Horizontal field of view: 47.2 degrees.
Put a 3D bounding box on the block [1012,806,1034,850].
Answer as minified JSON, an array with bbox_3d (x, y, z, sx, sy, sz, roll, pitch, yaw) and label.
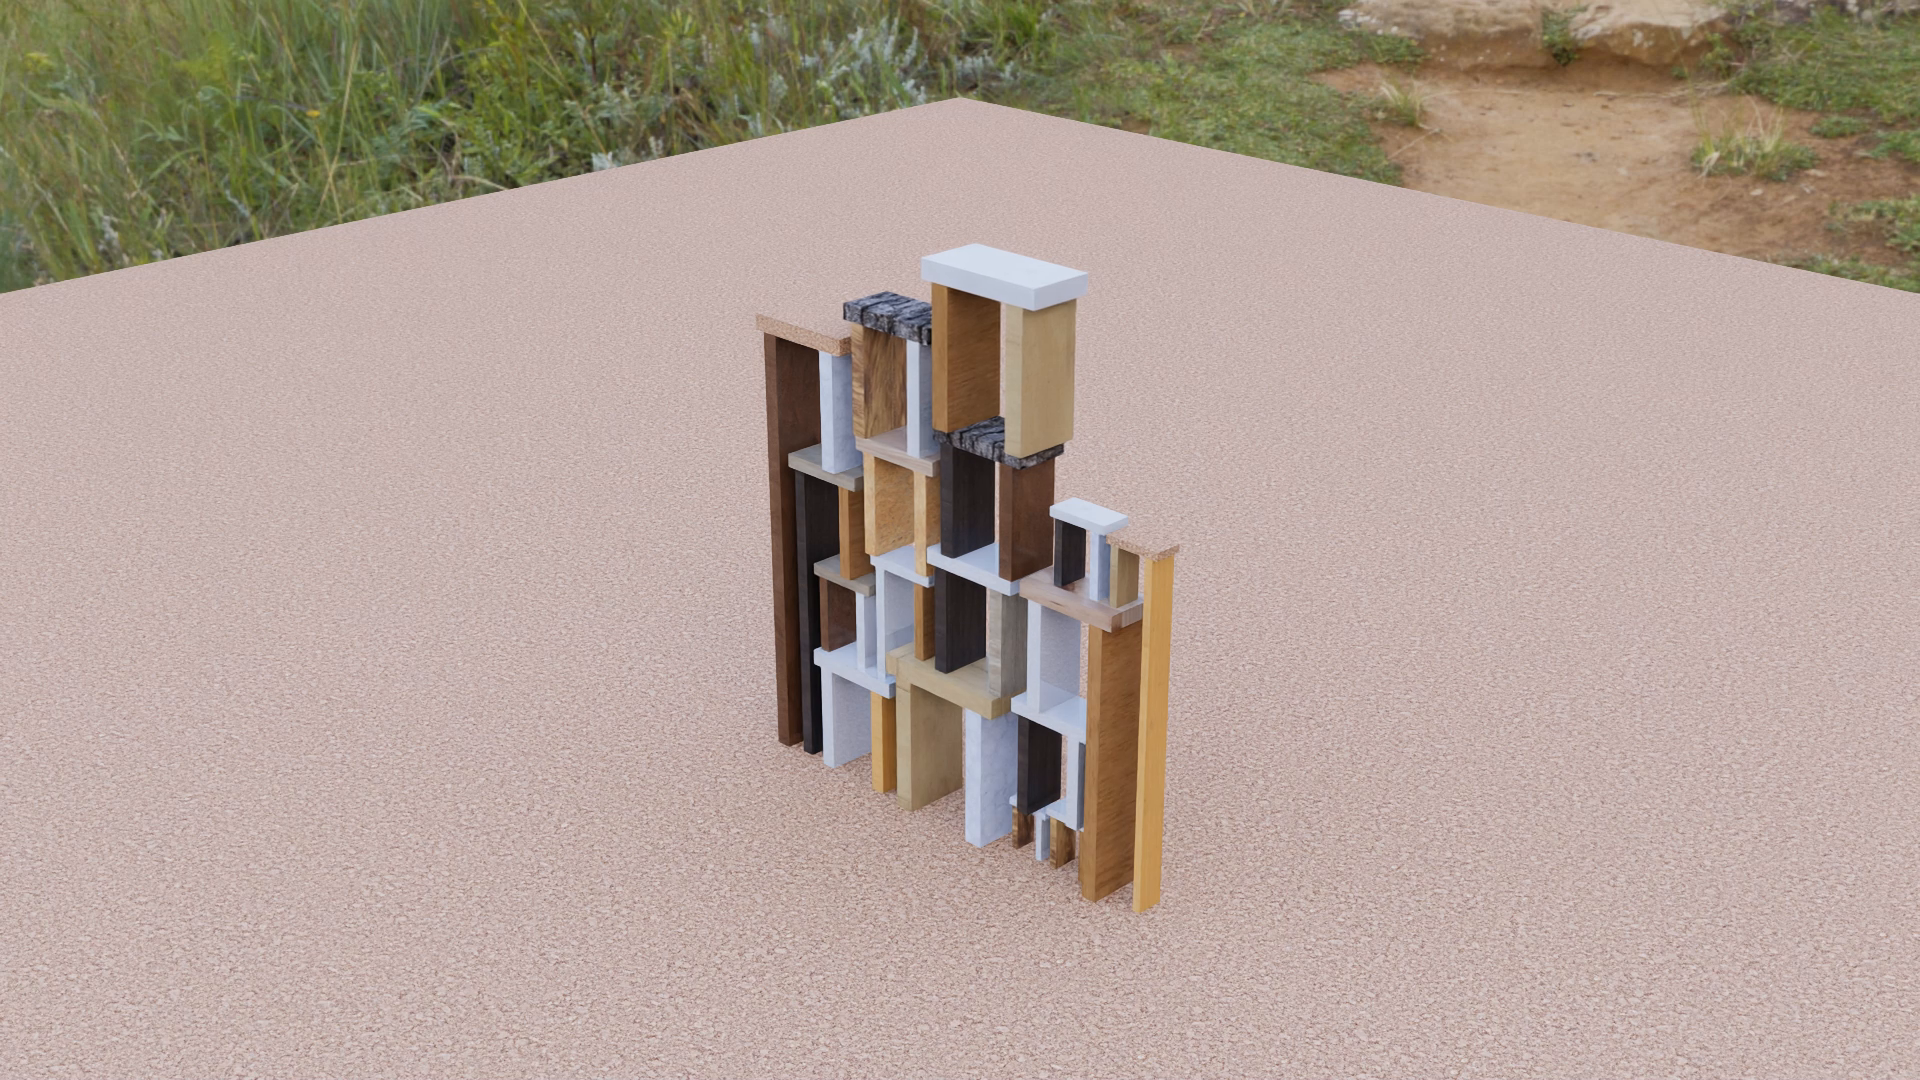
[{"bbox_3d":[0.125,0.557,4.327,0.047,0.095,0.013,-21,31,-41],"label":"block"}]

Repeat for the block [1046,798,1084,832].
[{"bbox_3d":[0.226,0.528,4.210,0.056,0.016,0.112,-21,31,-41],"label":"block"}]

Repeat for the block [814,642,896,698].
[{"bbox_3d":[-0.183,0.258,4.531,0.227,0.032,0.113,21,31,41],"label":"block"}]

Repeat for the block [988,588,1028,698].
[{"bbox_3d":[0.106,0.181,4.193,0.111,0.221,0.031,-21,31,-41],"label":"block"}]

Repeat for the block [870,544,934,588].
[{"bbox_3d":[-0.091,0.048,4.340,0.164,0.023,0.082,21,31,41],"label":"block"}]

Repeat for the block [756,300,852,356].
[{"bbox_3d":[-0.276,-0.420,4.346,0.248,0.035,0.124,21,31,41],"label":"block"}]

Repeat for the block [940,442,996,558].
[{"bbox_3d":[0.015,-0.089,4.174,0.114,0.229,0.032,-21,31,-40],"label":"block"}]

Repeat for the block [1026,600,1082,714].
[{"bbox_3d":[0.176,0.202,4.114,0.032,0.225,0.112,21,31,40],"label":"block"}]

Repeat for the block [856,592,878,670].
[{"bbox_3d":[-0.172,0.172,4.480,0.023,0.166,0.083,21,31,41],"label":"block"}]

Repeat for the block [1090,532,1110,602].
[{"bbox_3d":[0.263,0.038,3.961,0.066,0.131,0.019,-21,31,-41],"label":"block"}]

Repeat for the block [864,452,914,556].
[{"bbox_3d":[-0.140,-0.084,4.348,0.030,0.214,0.107,21,31,40],"label":"block"}]

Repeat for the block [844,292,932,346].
[{"bbox_3d":[-0.101,-0.421,4.160,0.229,0.033,0.115,21,31,40],"label":"block"}]

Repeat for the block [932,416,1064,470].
[{"bbox_3d":[0.070,-0.188,4.073,0.229,0.032,0.114,21,31,41],"label":"block"}]

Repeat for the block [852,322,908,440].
[{"bbox_3d":[-0.155,-0.321,4.261,0.033,0.229,0.115,21,31,40],"label":"block"}]

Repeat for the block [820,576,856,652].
[{"bbox_3d":[-0.250,0.142,4.552,0.083,0.166,0.023,-21,31,-41],"label":"block"}]

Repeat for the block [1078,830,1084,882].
[{"bbox_3d":[0.252,0.597,4.211,0.016,0.112,0.056,21,31,41],"label":"block"}]

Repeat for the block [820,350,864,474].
[{"bbox_3d":[-0.217,-0.266,4.347,0.035,0.248,0.124,21,31,41],"label":"block"}]

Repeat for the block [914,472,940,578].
[{"bbox_3d":[-0.038,-0.045,4.255,0.107,0.214,0.030,-21,31,-41],"label":"block"}]

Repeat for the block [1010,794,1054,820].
[{"bbox_3d":[0.147,0.516,4.285,0.094,0.013,0.047,21,31,41],"label":"block"}]

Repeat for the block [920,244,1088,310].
[{"bbox_3d":[0.078,-0.472,3.933,0.280,0.040,0.140,21,31,41],"label":"block"}]

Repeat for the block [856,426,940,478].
[{"bbox_3d":[-0.090,-0.177,4.253,0.107,0.030,0.214,-21,31,-40],"label":"block"}]

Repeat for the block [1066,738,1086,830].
[{"bbox_3d":[0.244,0.443,4.145,0.095,0.191,0.027,-21,31,-41],"label":"block"}]

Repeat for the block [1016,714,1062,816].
[{"bbox_3d":[0.153,0.417,4.231,0.027,0.210,0.095,21,31,40],"label":"block"}]

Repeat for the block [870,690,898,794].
[{"bbox_3d":[-0.130,0.398,4.532,0.032,0.227,0.113,21,31,41],"label":"block"}]

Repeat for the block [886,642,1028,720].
[{"bbox_3d":[0.008,0.264,4.333,0.147,0.042,0.293,-21,31,-41],"label":"block"}]

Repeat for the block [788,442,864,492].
[{"bbox_3d":[-0.243,-0.148,4.423,0.197,0.028,0.099,21,31,41],"label":"block"}]

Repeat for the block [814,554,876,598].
[{"bbox_3d":[-0.211,0.070,4.479,0.166,0.023,0.083,21,31,41],"label":"block"}]

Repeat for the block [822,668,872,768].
[{"bbox_3d":[-0.236,0.356,4.630,0.032,0.227,0.113,21,31,41],"label":"block"}]

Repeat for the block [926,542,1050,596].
[{"bbox_3d":[0.054,0.044,4.192,0.111,0.031,0.221,-21,31,-41],"label":"block"}]

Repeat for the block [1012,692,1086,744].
[{"bbox_3d":[0.199,0.326,4.144,0.191,0.027,0.095,21,31,40],"label":"block"}]

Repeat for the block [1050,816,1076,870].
[{"bbox_3d":[0.199,0.576,4.259,0.016,0.112,0.056,21,31,41],"label":"block"}]

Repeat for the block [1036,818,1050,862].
[{"bbox_3d":[0.169,0.574,4.286,0.013,0.095,0.047,21,31,41],"label":"block"}]

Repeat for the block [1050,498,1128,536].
[{"bbox_3d":[0.232,-0.043,3.961,0.066,0.019,0.131,-21,31,-40],"label":"block"}]

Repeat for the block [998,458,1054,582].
[{"bbox_3d":[0.124,-0.047,4.075,0.114,0.229,0.032,-21,31,-41],"label":"block"}]

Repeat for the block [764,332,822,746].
[{"bbox_3d":[-0.334,-0.002,4.586,0.035,0.921,0.124,21,31,41],"label":"block"}]

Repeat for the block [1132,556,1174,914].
[{"bbox_3d":[0.350,0.357,3.998,0.017,0.721,0.059,21,31,41],"label":"block"}]

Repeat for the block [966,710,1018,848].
[{"bbox_3d":[0.077,0.446,4.335,0.042,0.293,0.147,21,31,41],"label":"block"}]

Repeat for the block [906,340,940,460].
[{"bbox_3d":[-0.047,-0.278,4.161,0.115,0.229,0.033,-21,31,-41],"label":"block"}]

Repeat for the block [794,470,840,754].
[{"bbox_3d":[-0.289,0.144,4.597,0.028,0.645,0.099,21,31,41],"label":"block"}]

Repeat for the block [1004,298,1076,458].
[{"bbox_3d":[0.144,-0.299,3.935,0.040,0.280,0.140,21,31,40],"label":"block"}]

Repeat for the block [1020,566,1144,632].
[{"bbox_3d":[0.229,0.104,4.015,0.112,0.032,0.225,-21,31,-41],"label":"block"}]

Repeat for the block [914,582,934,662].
[{"bbox_3d":[-0.052,0.150,4.341,0.023,0.164,0.082,21,31,40],"label":"block"}]

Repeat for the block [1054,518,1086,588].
[{"bbox_3d":[0.201,0.014,4.018,0.066,0.131,0.019,-21,31,-41],"label":"block"}]

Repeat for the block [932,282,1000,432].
[{"bbox_3d":[0.012,-0.351,4.056,0.040,0.280,0.140,21,31,40],"label":"block"}]

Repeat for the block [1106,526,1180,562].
[{"bbox_3d":[0.322,0.006,3.879,0.119,0.017,0.059,21,31,41],"label":"block"}]

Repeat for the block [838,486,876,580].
[{"bbox_3d":[-0.196,-0.026,4.424,0.028,0.197,0.099,21,31,41],"label":"block"}]

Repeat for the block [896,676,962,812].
[{"bbox_3d":[-0.061,0.392,4.462,0.042,0.293,0.147,21,31,41],"label":"block"}]

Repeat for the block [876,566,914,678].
[{"bbox_3d":[-0.130,0.155,4.426,0.082,0.240,0.023,-21,31,-41],"label":"block"}]

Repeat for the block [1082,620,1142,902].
[{"bbox_3d":[0.282,0.402,4.084,0.032,0.570,0.113,21,31,41],"label":"block"}]

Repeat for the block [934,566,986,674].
[{"bbox_3d":[0.001,0.140,4.289,0.111,0.221,0.031,-21,31,-41],"label":"block"}]

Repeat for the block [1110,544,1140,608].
[{"bbox_3d":[0.294,0.057,3.932,0.059,0.119,0.017,-21,31,-41],"label":"block"}]
